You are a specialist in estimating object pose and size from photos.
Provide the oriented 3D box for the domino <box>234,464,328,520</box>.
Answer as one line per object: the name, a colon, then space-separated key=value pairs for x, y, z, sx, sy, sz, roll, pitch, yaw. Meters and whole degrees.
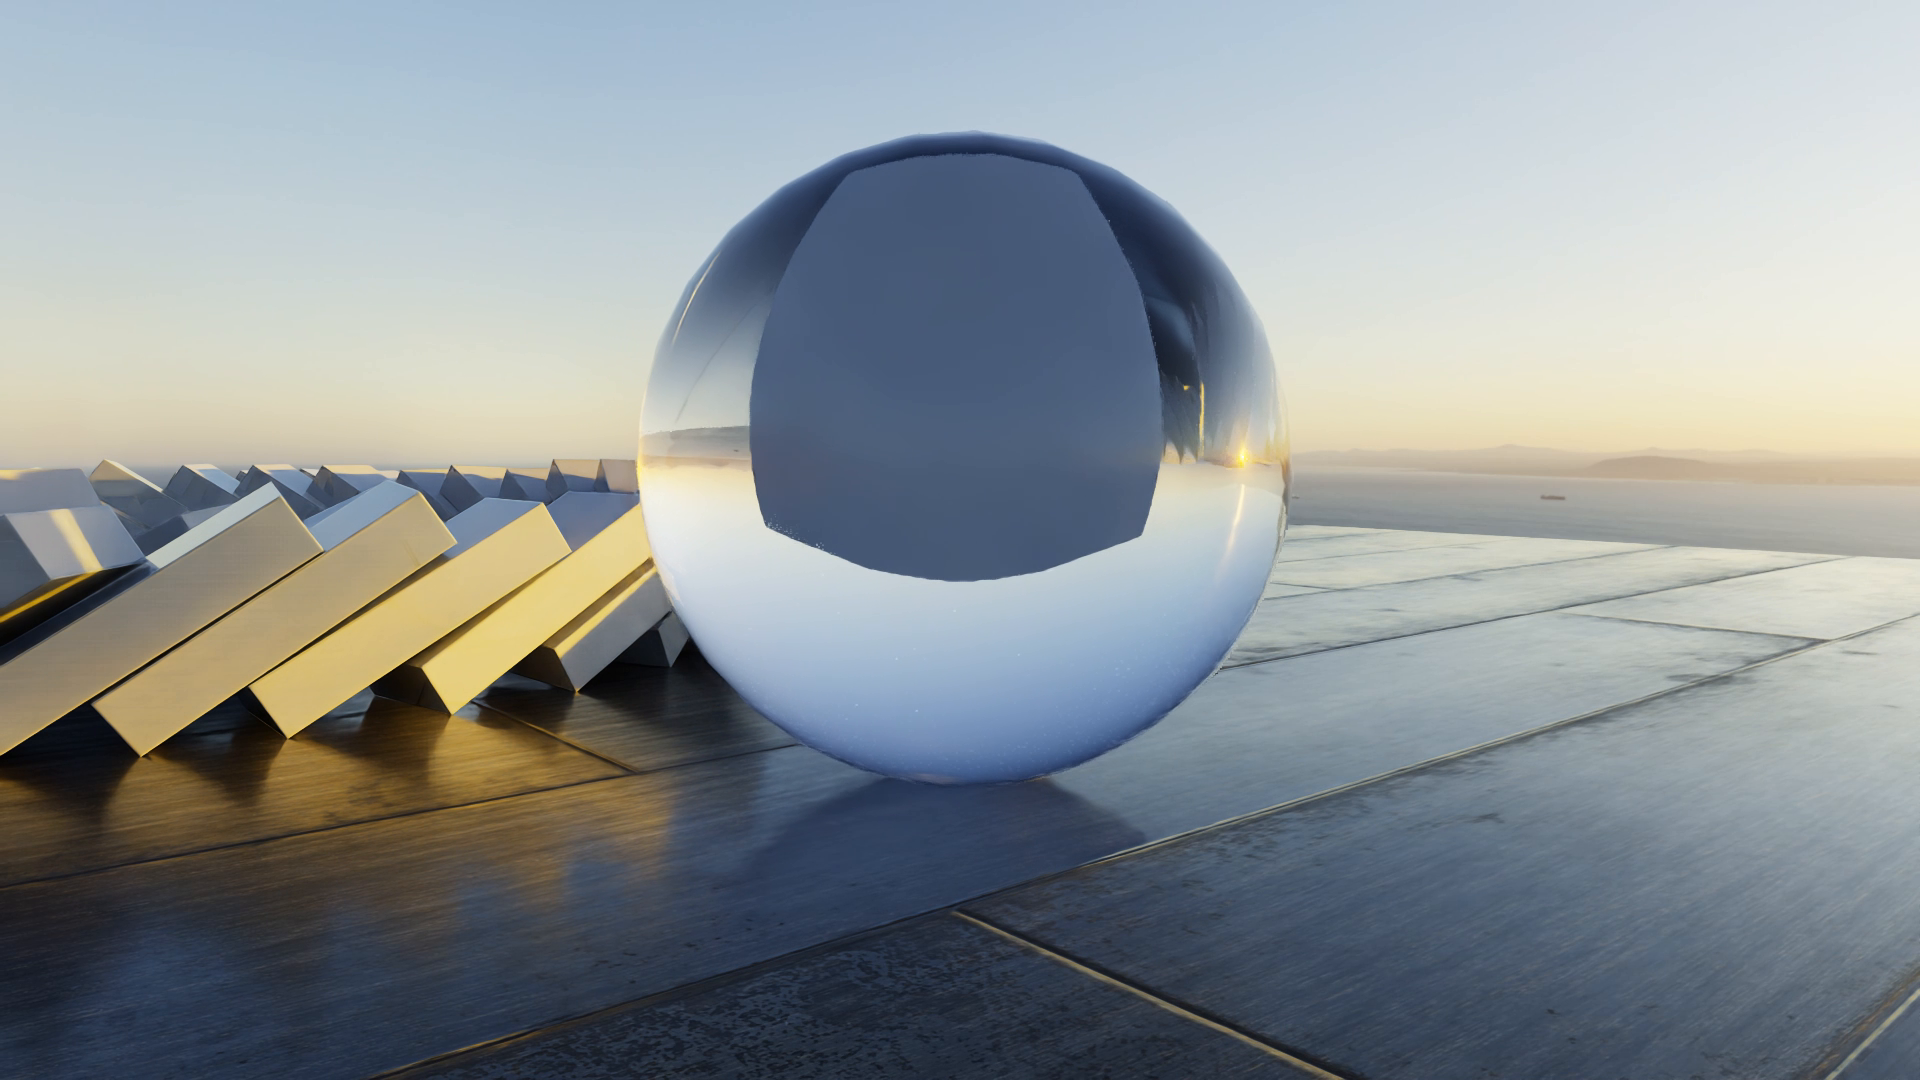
domino: x=-0.188 y=-0.005 z=0.385 sx=0.050 sy=0.009 sz=0.025 roll=35 pitch=0 yaw=-8

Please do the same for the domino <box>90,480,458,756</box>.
domino: x=-0.103 y=0.010 z=0.193 sx=0.050 sy=0.010 sz=0.025 roll=-40 pitch=26 yaw=-24

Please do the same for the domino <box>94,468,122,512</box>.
domino: x=-0.267 y=-0.008 z=0.433 sx=0.050 sy=0.009 sz=0.025 roll=33 pitch=-14 yaw=-25

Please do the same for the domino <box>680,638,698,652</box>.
domino: x=-0.061 y=0.003 z=0.280 sx=0.025 sy=0.010 sz=0.050 roll=2 pitch=38 yaw=8

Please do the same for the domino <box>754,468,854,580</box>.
domino: x=-0.046 y=-0.006 z=0.423 sx=0.025 sy=0.010 sz=0.050 roll=-4 pitch=37 yaw=-43

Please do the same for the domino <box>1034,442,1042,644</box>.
domino: x=0.005 y=0.000 z=0.285 sx=0.025 sy=0.050 sz=0.010 roll=0 pitch=-39 yaw=3

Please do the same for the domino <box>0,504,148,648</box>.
domino: x=-0.138 y=0.013 z=0.168 sx=0.050 sy=0.009 sz=0.025 roll=-32 pitch=8 yaw=-5

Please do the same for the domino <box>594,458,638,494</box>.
domino: x=-0.083 y=-0.003 z=0.353 sx=0.025 sy=0.009 sz=0.050 roll=1 pitch=39 yaw=-29

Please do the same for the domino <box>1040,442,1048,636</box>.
domino: x=0.008 y=-0.001 z=0.298 sx=0.025 sy=0.050 sz=0.009 roll=0 pitch=-39 yaw=3

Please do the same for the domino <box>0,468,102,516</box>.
domino: x=-0.184 y=0.006 z=0.235 sx=0.050 sy=0.010 sz=0.025 roll=-39 pitch=-11 yaw=21

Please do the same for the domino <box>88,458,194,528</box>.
domino: x=-0.223 y=-0.004 z=0.369 sx=0.050 sy=0.010 sz=0.025 roll=37 pitch=-15 yaw=-22

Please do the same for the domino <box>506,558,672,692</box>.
domino: x=-0.064 y=0.007 z=0.241 sx=0.025 sy=0.009 sz=0.050 roll=8 pitch=39 yaw=35

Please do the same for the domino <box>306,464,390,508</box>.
domino: x=-0.169 y=-0.005 z=0.390 sx=0.050 sy=0.010 sz=0.025 roll=35 pitch=6 yaw=2

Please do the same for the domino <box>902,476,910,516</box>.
domino: x=-0.002 y=-0.002 z=0.378 sx=0.025 sy=0.009 sz=0.050 roll=-1 pitch=33 yaw=-10

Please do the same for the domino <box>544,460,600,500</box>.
domino: x=-0.096 y=-0.004 z=0.364 sx=0.025 sy=0.009 sz=0.050 roll=-2 pitch=42 yaw=-41

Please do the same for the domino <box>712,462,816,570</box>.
domino: x=-0.064 y=-0.008 z=0.437 sx=0.025 sy=0.010 sz=0.050 roll=3 pitch=32 yaw=-48

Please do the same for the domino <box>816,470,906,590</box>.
domino: x=-0.021 y=-0.004 z=0.396 sx=0.025 sy=0.010 sz=0.050 roll=-3 pitch=37 yaw=-39

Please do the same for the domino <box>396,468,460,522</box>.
domino: x=-0.146 y=-0.004 z=0.391 sx=0.050 sy=0.010 sz=0.025 roll=36 pitch=18 yaw=19

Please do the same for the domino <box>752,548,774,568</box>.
domino: x=-0.079 y=-0.009 z=0.446 sx=0.050 sy=0.009 sz=0.025 roll=40 pitch=23 yaw=28

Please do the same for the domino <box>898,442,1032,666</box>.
domino: x=0.002 y=0.002 z=0.259 sx=0.025 sy=0.050 sz=0.009 roll=0 pitch=-39 yaw=3

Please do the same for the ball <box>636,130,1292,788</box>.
ball: x=0.000 y=-0.010 z=0.161 sx=0.080 sy=0.080 sz=0.080 roll=0 pitch=4 yaw=0

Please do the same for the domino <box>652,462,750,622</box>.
domino: x=-0.066 y=0.000 z=0.320 sx=0.025 sy=0.010 sz=0.050 roll=3 pitch=38 yaw=-11

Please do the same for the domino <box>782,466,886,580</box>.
domino: x=-0.033 y=-0.006 z=0.411 sx=0.025 sy=0.010 sz=0.050 roll=-1 pitch=36 yaw=-41

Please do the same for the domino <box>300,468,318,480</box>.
domino: x=-0.211 y=-0.009 z=0.459 sx=0.050 sy=0.010 sz=0.025 roll=29 pitch=-4 yaw=-11

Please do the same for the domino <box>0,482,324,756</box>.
domino: x=-0.117 y=0.011 z=0.183 sx=0.050 sy=0.009 sz=0.025 roll=-38 pitch=24 yaw=-21

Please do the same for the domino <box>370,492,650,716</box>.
domino: x=-0.077 y=0.009 z=0.223 sx=0.025 sy=0.010 sz=0.050 roll=4 pitch=36 yaw=39

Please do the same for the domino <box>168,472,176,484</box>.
domino: x=-0.246 y=-0.007 z=0.445 sx=0.050 sy=0.010 sz=0.025 roll=30 pitch=-6 yaw=-19

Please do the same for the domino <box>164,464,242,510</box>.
domino: x=-0.205 y=-0.004 z=0.379 sx=0.050 sy=0.009 sz=0.025 roll=35 pitch=-5 yaw=-14

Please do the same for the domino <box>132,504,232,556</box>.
domino: x=-0.158 y=0.009 z=0.240 sx=0.050 sy=0.009 sz=0.025 roll=-26 pitch=7 yaw=2

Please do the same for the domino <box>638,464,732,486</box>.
domino: x=-0.071 y=-0.001 z=0.336 sx=0.025 sy=0.010 sz=0.050 roll=1 pitch=38 yaw=-15

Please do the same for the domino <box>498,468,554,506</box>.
domino: x=-0.111 y=-0.003 z=0.375 sx=0.025 sy=0.009 sz=0.050 roll=-5 pitch=40 yaw=-48

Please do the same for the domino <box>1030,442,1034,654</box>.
domino: x=0.003 y=0.001 z=0.272 sx=0.025 sy=0.050 sz=0.010 roll=0 pitch=-39 yaw=3

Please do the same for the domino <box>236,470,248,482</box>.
domino: x=-0.229 y=-0.008 z=0.453 sx=0.050 sy=0.009 sz=0.025 roll=30 pitch=-4 yaw=-14

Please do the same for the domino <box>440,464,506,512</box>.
domino: x=-0.130 y=-0.004 z=0.385 sx=0.050 sy=0.010 sz=0.025 roll=39 pitch=19 yaw=24

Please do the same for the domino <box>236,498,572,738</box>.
domino: x=-0.090 y=0.011 z=0.206 sx=0.050 sy=0.010 sz=0.025 roll=-39 pitch=27 yaw=-31

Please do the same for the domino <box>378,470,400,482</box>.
domino: x=-0.189 y=-0.009 z=0.465 sx=0.050 sy=0.009 sz=0.025 roll=29 pitch=2 yaw=-4

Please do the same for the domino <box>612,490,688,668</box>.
domino: x=-0.061 y=0.004 z=0.263 sx=0.025 sy=0.010 sz=0.050 roll=4 pitch=39 yaw=15

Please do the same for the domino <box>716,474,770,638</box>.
domino: x=-0.061 y=0.003 z=0.298 sx=0.025 sy=0.010 sz=0.050 roll=0 pitch=37 yaw=3

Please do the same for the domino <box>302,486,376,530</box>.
domino: x=-0.139 y=0.006 z=0.265 sx=0.050 sy=0.009 sz=0.025 roll=-33 pitch=28 yaw=-28

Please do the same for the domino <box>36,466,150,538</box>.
domino: x=-0.235 y=-0.002 z=0.358 sx=0.050 sy=0.010 sz=0.025 roll=38 pitch=-16 yaw=-29
